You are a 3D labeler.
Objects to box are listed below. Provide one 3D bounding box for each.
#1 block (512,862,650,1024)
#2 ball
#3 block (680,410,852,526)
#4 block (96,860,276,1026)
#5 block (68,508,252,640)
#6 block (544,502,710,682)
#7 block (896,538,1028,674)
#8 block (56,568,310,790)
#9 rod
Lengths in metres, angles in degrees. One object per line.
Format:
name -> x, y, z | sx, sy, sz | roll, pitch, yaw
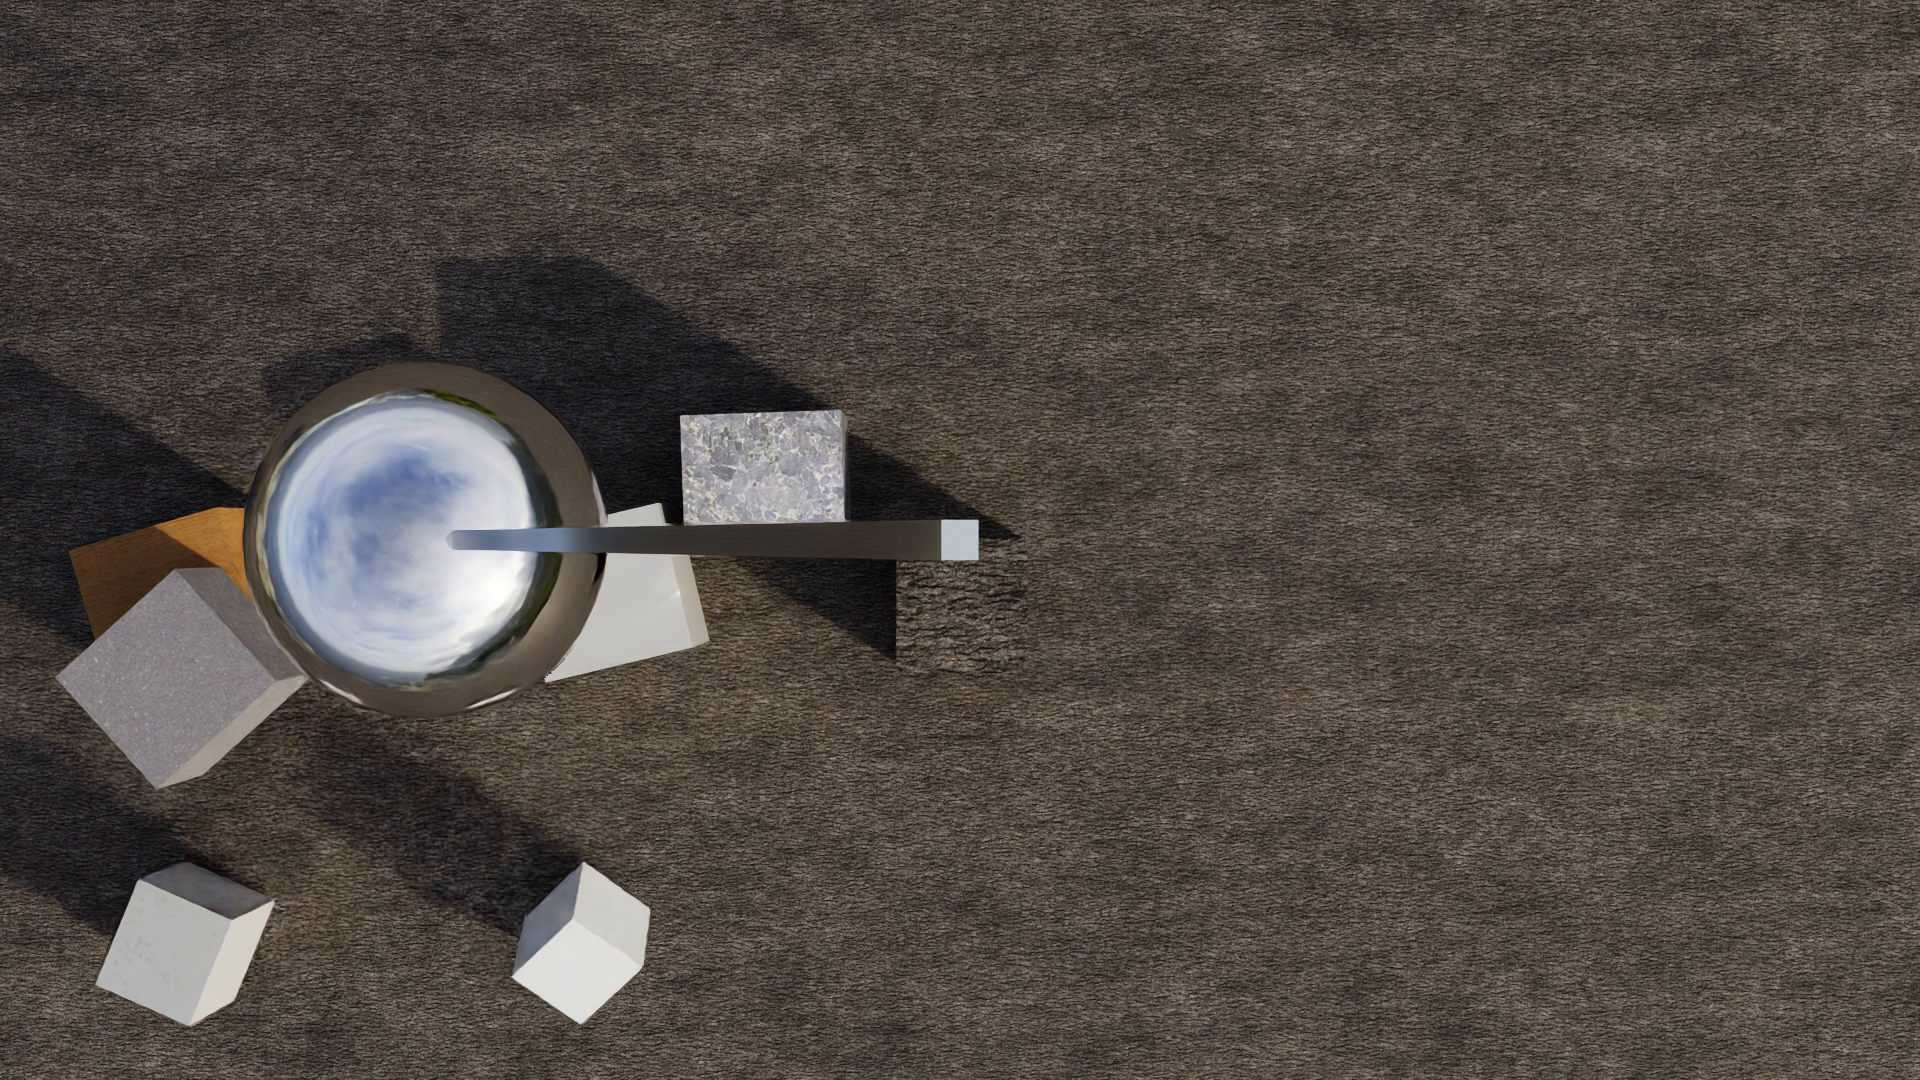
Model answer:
block -> -2.162, 2.303, 12.586 | 0.502, 0.550, 0.539 | 40, 108, -20
ball -> -2.384, 0.000, 9.865 | 1.600, 1.600, 1.600 | 0, 90, 0
block -> -1.098, -0.349, 12.612 | 0.892, 0.776, 0.719 | -2, 90, 0
block -> -4.441, 2.307, 12.646 | 0.583, 0.651, 0.648 | 23, 92, 3
block -> -4.342, 0.410, 12.528 | 0.845, 0.945, 0.981 | -16, 90, 0
block -> -1.982, 0.292, 12.584 | 0.836, 0.832, 0.824 | -13, 90, 0
block -> 0.011, 0.366, 12.594 | 0.730, 0.812, 0.743 | 0, 90, 0
block -> -4.102, 0.718, 11.707 | 0.836, 0.696, 0.781 | -42, 90, 0
rod -> -1.033, 0.000, 6.745 | 0.080, 5.200, 0.080 | 0, 90, -23
